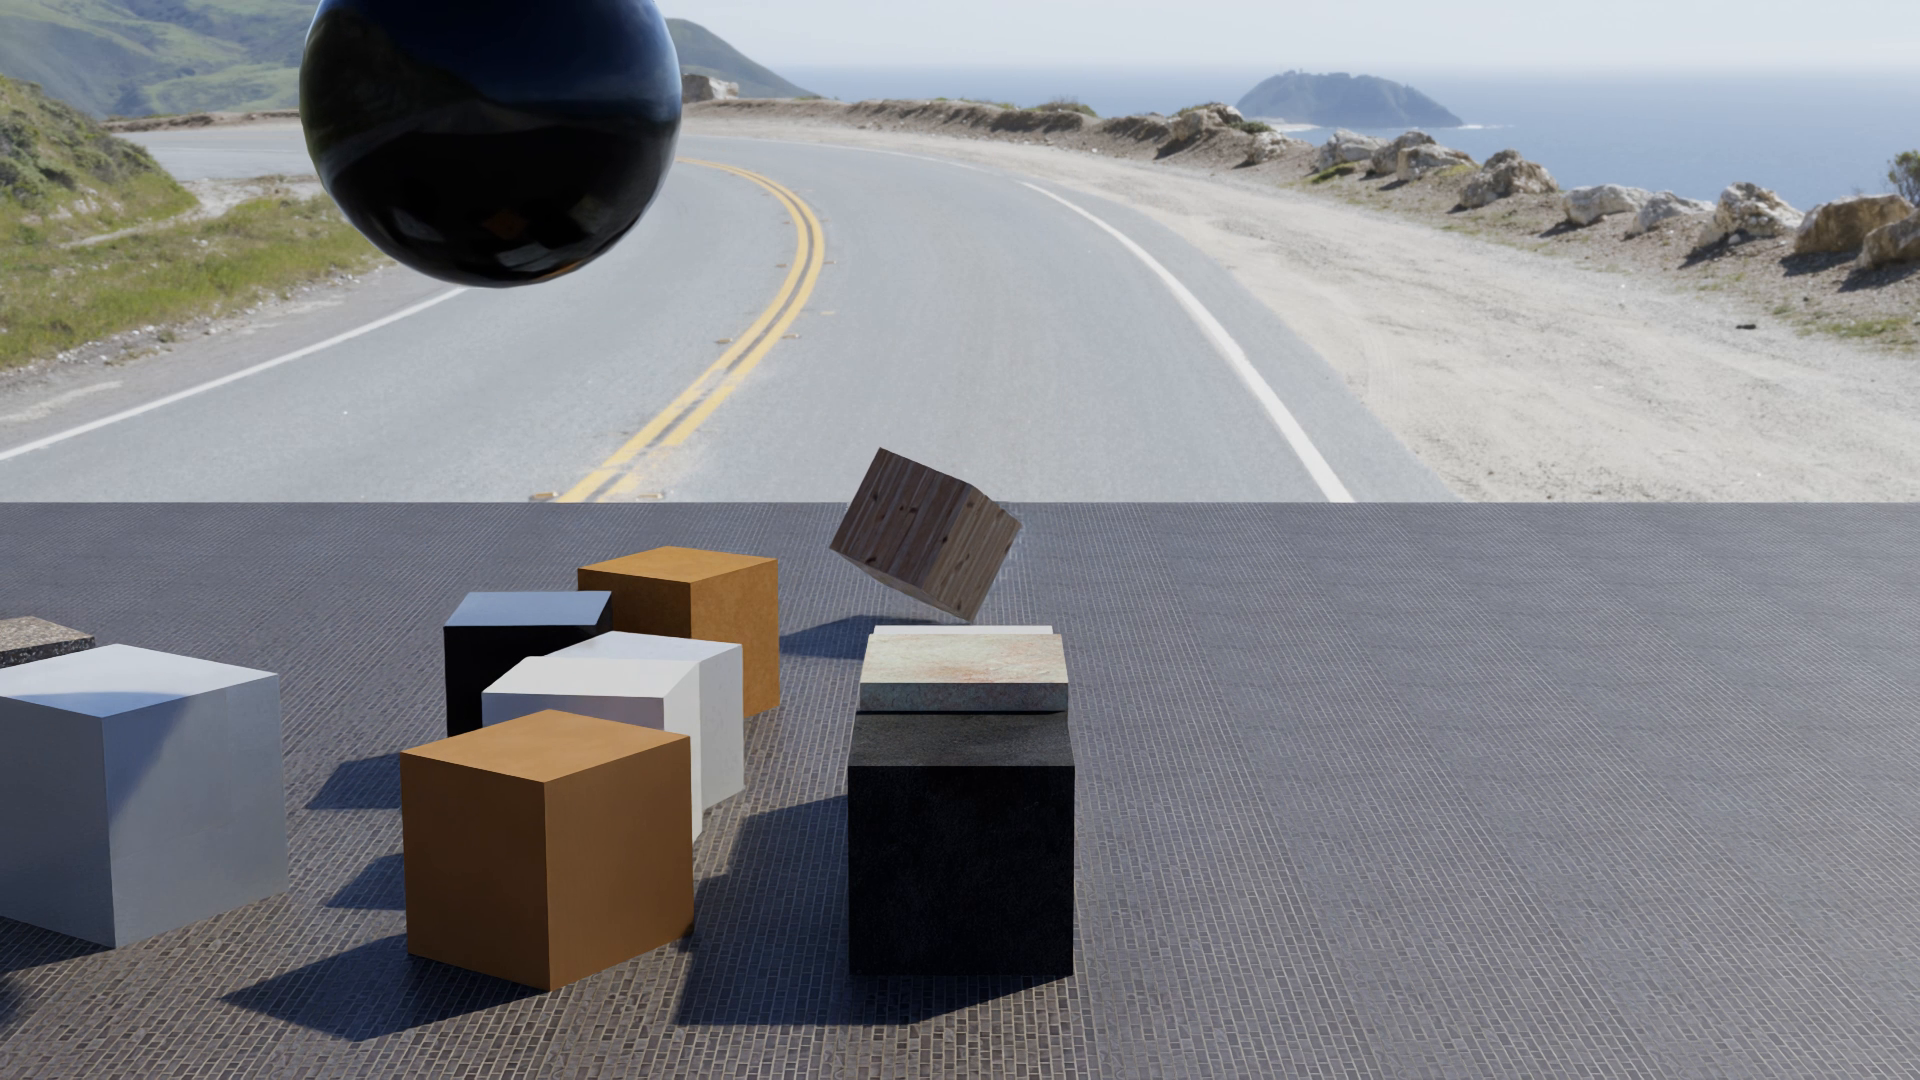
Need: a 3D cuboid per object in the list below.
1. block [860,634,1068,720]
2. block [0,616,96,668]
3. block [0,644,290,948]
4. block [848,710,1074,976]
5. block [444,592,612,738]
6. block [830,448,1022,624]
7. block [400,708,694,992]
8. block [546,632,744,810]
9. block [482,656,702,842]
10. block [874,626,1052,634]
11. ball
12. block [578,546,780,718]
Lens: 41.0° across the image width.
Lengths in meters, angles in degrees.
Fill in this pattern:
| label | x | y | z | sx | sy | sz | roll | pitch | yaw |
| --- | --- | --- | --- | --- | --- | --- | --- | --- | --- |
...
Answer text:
| label | x | y | z | sx | sy | sz | roll | pitch | yaw |
| --- | --- | --- | --- | --- | --- | --- | --- | --- | --- |
| block | 0.020 | 0.995 | 11.367 | 0.878 | 0.975 | 0.950 | 0 | 10 | 0 |
| block | -4.795 | 0.865 | 12.633 | 0.836 | 0.778 | 0.694 | -10 | 14 | -44 |
| block | -3.619 | 1.065 | 11.007 | 1.069 | 0.967 | 0.914 | 7 | 12 | 33 |
| block | 0.004 | 1.219 | 10.473 | 0.883 | 0.854 | 0.875 | 0 | 10 | 0 |
| block | -2.207 | 0.742 | 13.251 | 0.751 | 0.799 | 0.845 | 0 | 10 | -2 |
| block | -0.217 | -0.026 | 16.489 | 0.748 | 0.725 | 0.770 | 23 | -7 | 30 |
| block | -1.668 | 1.235 | 10.429 | 0.789 | 0.839 | 0.851 | 7 | 12 | 34 |
| block | -1.561 | 0.907 | 12.516 | 0.749 | 0.738 | 0.717 | 5 | 11 | 24 |
| block | -1.660 | 1.018 | 11.679 | 0.819 | 0.818 | 0.713 | 1 | 10 | 7 |
| block | 0.016 | 0.905 | 12.283 | 0.870 | 0.825 | 0.856 | 0 | 10 | 0 |
| ball | -1.973 | -1.863 | 10.842 | 1.600 | 1.600 | 1.600 | 0 | 10 | 0 |
| block | -1.553 | 0.543 | 14.230 | 0.775 | 0.840 | 0.793 | 6 | 12 | 31 |
